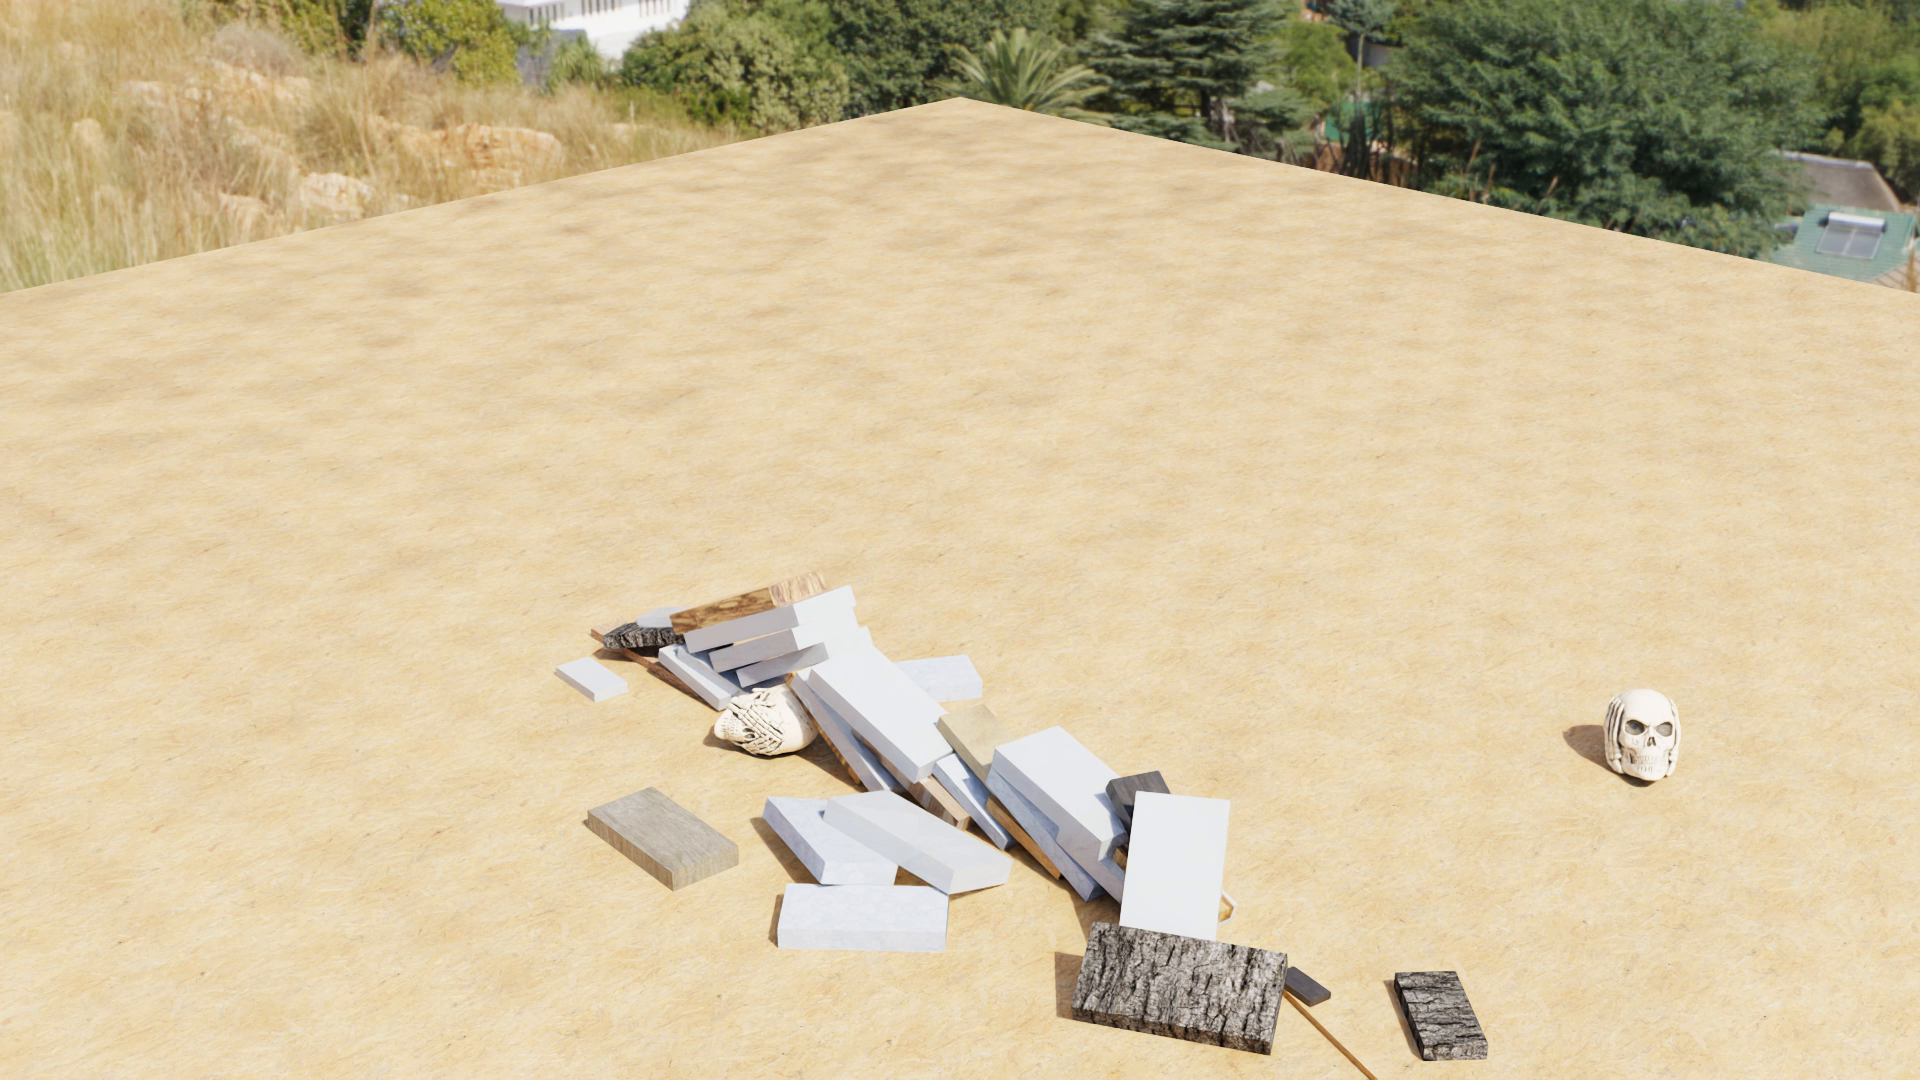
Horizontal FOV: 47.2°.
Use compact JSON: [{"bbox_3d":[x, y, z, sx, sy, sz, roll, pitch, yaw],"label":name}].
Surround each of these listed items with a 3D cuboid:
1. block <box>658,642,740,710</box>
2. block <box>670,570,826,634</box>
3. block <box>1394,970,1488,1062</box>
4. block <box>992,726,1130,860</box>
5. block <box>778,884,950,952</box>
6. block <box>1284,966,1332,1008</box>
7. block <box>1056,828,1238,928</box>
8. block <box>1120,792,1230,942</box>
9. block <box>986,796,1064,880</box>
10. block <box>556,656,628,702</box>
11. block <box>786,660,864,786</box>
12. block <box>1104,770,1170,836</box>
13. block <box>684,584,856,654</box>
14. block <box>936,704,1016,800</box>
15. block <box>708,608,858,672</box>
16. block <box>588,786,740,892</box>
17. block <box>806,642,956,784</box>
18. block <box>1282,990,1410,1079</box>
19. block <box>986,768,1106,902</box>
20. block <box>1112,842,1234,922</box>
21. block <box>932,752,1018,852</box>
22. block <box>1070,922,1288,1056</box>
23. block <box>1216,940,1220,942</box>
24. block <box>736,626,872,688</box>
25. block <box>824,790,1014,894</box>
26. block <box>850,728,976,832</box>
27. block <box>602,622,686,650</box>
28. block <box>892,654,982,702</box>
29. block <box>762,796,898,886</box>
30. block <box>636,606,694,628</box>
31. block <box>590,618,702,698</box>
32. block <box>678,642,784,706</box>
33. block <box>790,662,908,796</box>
[{"bbox_3d":[-0.566,0.298,4.945,0.112,0.032,0.224,-19,41,-40],"label":"block"},{"bbox_3d":[-0.473,0.139,4.891,0.334,0.047,0.167,-16,3,41],"label":"block"},{"bbox_3d":[0.827,0.819,3.792,0.108,0.031,0.217,-1,23,-3],"label":"block"},{"bbox_3d":[0.225,0.480,4.208,0.162,0.046,0.324,-16,38,-35],"label":"block"},{"bbox_3d":[-0.176,0.697,4.063,0.305,0.043,0.153,1,23,2],"label":"block"},{"bbox_3d":[0.600,0.784,3.861,0.049,0.014,0.097,-15,27,-31],"label":"block"},{"bbox_3d":[0.348,0.623,4.121,0.162,0.046,0.324,-18,45,-37],"label":"block"},{"bbox_3d":[0.383,0.629,3.953,0.171,0.049,0.347,5,62,10],"label":"block"},{"bbox_3d":[0.165,0.566,4.304,0.112,0.032,0.224,-17,44,-37],"label":"block"},{"bbox_3d":[-0.835,0.315,4.986,0.085,0.024,0.171,-18,29,-36],"label":"block"},{"bbox_3d":[-0.231,0.377,4.640,0.141,0.040,0.283,-17,59,-38],"label":"block"},{"bbox_3d":[0.365,0.533,4.088,0.108,0.031,0.217,-7,53,-27],"label":"block"},{"bbox_3d":[-0.420,0.175,4.816,0.167,0.047,0.401,-19,3,-44],"label":"block"},{"bbox_3d":[0.061,0.423,4.416,0.112,0.032,0.224,-12,42,-33],"label":"block"},{"bbox_3d":[-0.386,0.219,4.788,0.167,0.047,0.334,-19,1,-40],"label":"block"},{"bbox_3d":[-0.586,0.585,4.327,0.153,0.043,0.305,-18,29,-37],"label":"block"},{"bbox_3d":[-0.142,0.349,4.503,0.328,0.046,0.164,40,42,26],"label":"block"},{"bbox_3d":[0.678,0.864,3.707,0.049,0.014,0.467,-10,25,-23],"label":"block"},{"bbox_3d":[0.212,0.543,4.259,0.162,0.046,0.324,-17,52,-37],"label":"block"},{"bbox_3d":[0.393,0.632,4.056,0.108,0.031,0.217,-15,44,-35],"label":"block"},{"bbox_3d":[0.058,0.512,4.393,0.112,0.032,0.224,-21,56,-40],"label":"block"},{"bbox_3d":[0.379,0.770,3.790,0.343,0.049,0.171,7,51,16],"label":"block"},{"bbox_3d":[0.482,0.754,3.967,0.097,0.014,0.049,21,31,40],"label":"block"},{"bbox_3d":[-0.339,0.253,4.770,0.283,0.040,0.141,-19,0,40],"label":"block"},{"bbox_3d":[-0.083,0.579,4.247,0.343,0.049,0.171,24,16,38],"label":"block"},{"bbox_3d":[-0.055,0.453,4.487,0.164,0.046,0.328,-20,52,-39],"label":"block"},{"bbox_3d":[-0.699,0.214,5.070,0.224,0.032,0.112,-6,12,23],"label":"block"},{"bbox_3d":[-0.104,0.321,4.954,0.283,0.040,0.141,-6,24,-13],"label":"block"},{"bbox_3d":[-0.254,0.582,4.261,0.153,0.043,0.305,7,14,-29],"label":"block"},{"bbox_3d":[-0.654,0.176,5.073,0.171,0.024,0.086,-3,13,32],"label":"block"},{"bbox_3d":[-0.699,0.270,5.093,0.085,0.024,0.427,-20,30,-38],"label":"block"},{"bbox_3d":[-0.514,0.285,4.919,0.224,0.032,0.112,30,36,30],"label":"block"},{"bbox_3d":[-0.193,0.386,4.587,0.164,0.046,0.328,-19,60,-39],"label":"block"}]
